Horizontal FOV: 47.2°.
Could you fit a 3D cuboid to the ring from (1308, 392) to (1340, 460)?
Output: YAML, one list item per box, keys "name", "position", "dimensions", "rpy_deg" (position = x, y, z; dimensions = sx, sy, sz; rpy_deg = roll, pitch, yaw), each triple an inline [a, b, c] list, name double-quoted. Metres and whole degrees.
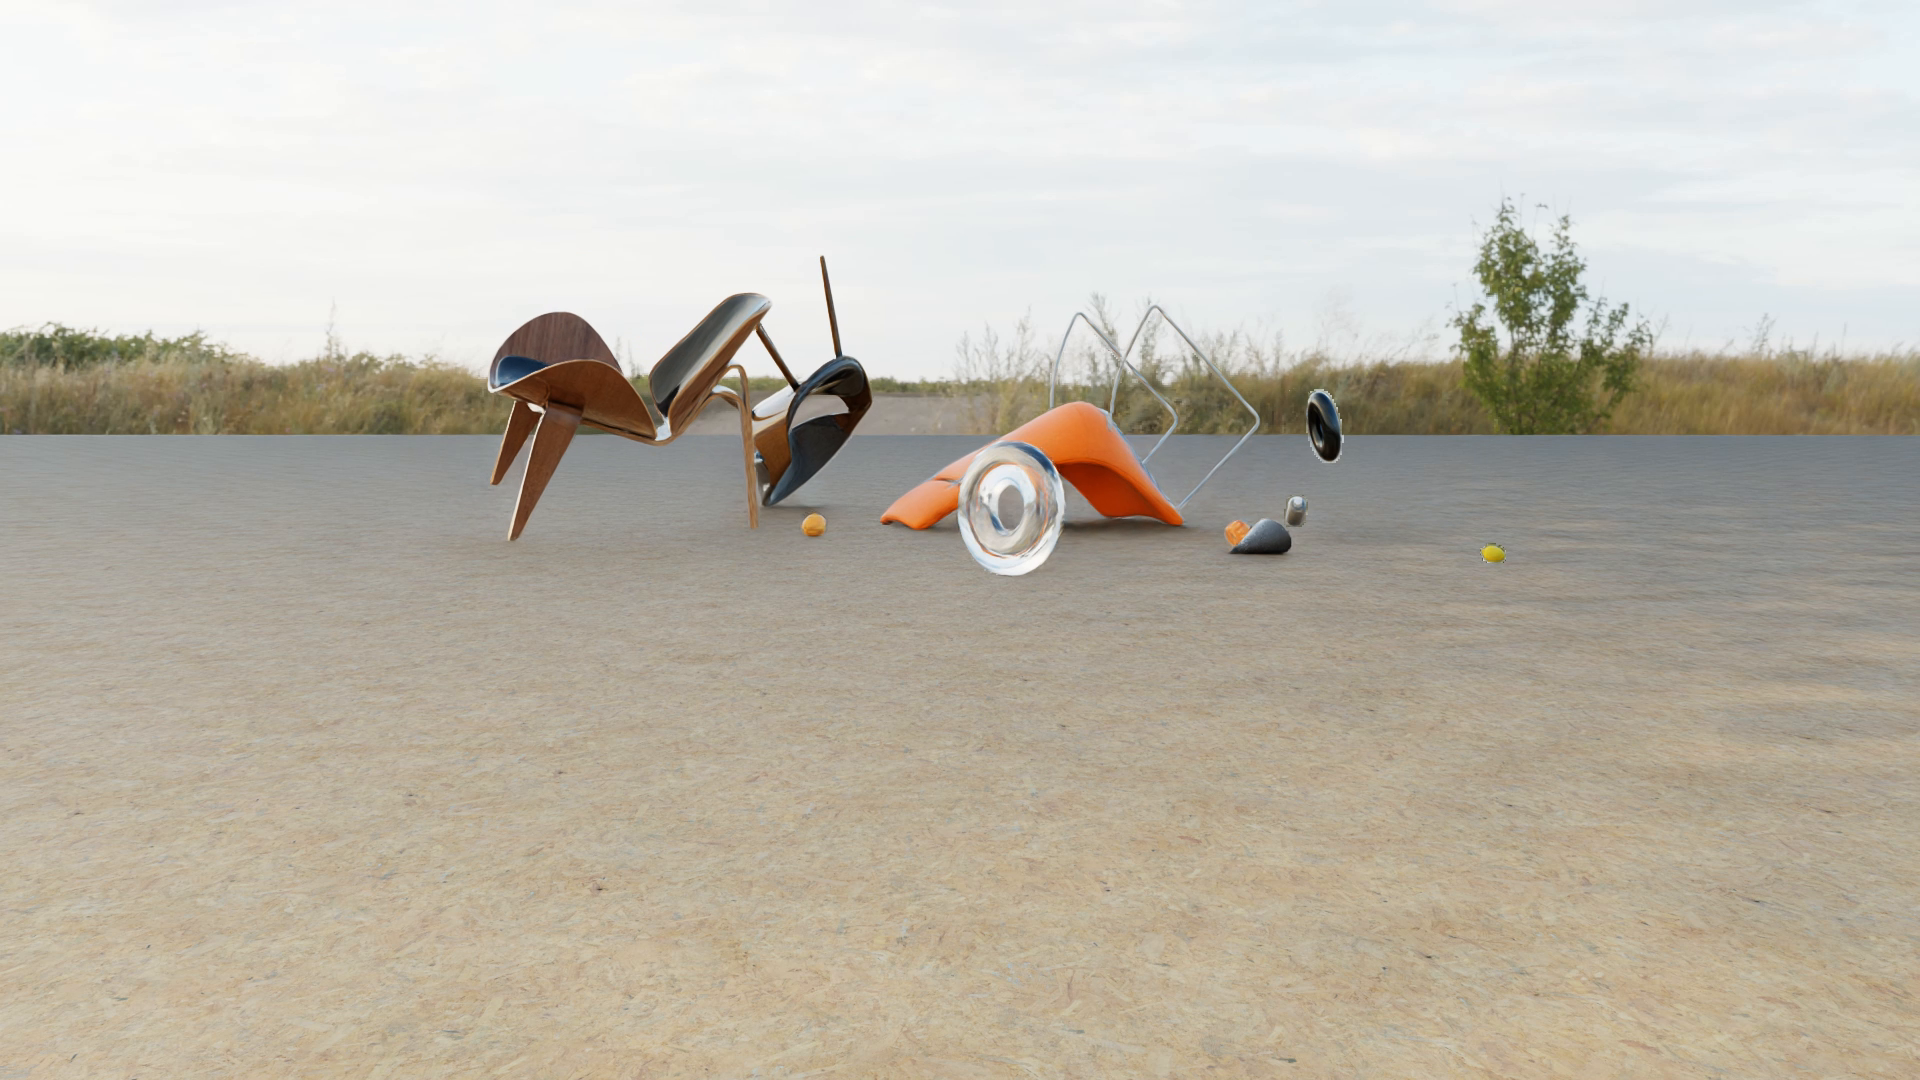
- name: "ring"
  position: [1.114, -0.348, 6.732]
  dimensions: [0.056, 0.217, 0.125]
  rpy_deg: [-11, -1, -20]

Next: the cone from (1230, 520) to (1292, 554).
- name: "cone"
  position: [0.796, 0.013, 6.018]
  dimensions: [0.144, 0.096, 0.206]
  rpy_deg: [-21, 11, -17]

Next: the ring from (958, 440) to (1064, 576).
- name: "ring"
  position: [0.122, -0.078, 5.295]
  dimensions: [0.324, 0.328, 0.084]
  rpy_deg: [-5, -3, 43]
